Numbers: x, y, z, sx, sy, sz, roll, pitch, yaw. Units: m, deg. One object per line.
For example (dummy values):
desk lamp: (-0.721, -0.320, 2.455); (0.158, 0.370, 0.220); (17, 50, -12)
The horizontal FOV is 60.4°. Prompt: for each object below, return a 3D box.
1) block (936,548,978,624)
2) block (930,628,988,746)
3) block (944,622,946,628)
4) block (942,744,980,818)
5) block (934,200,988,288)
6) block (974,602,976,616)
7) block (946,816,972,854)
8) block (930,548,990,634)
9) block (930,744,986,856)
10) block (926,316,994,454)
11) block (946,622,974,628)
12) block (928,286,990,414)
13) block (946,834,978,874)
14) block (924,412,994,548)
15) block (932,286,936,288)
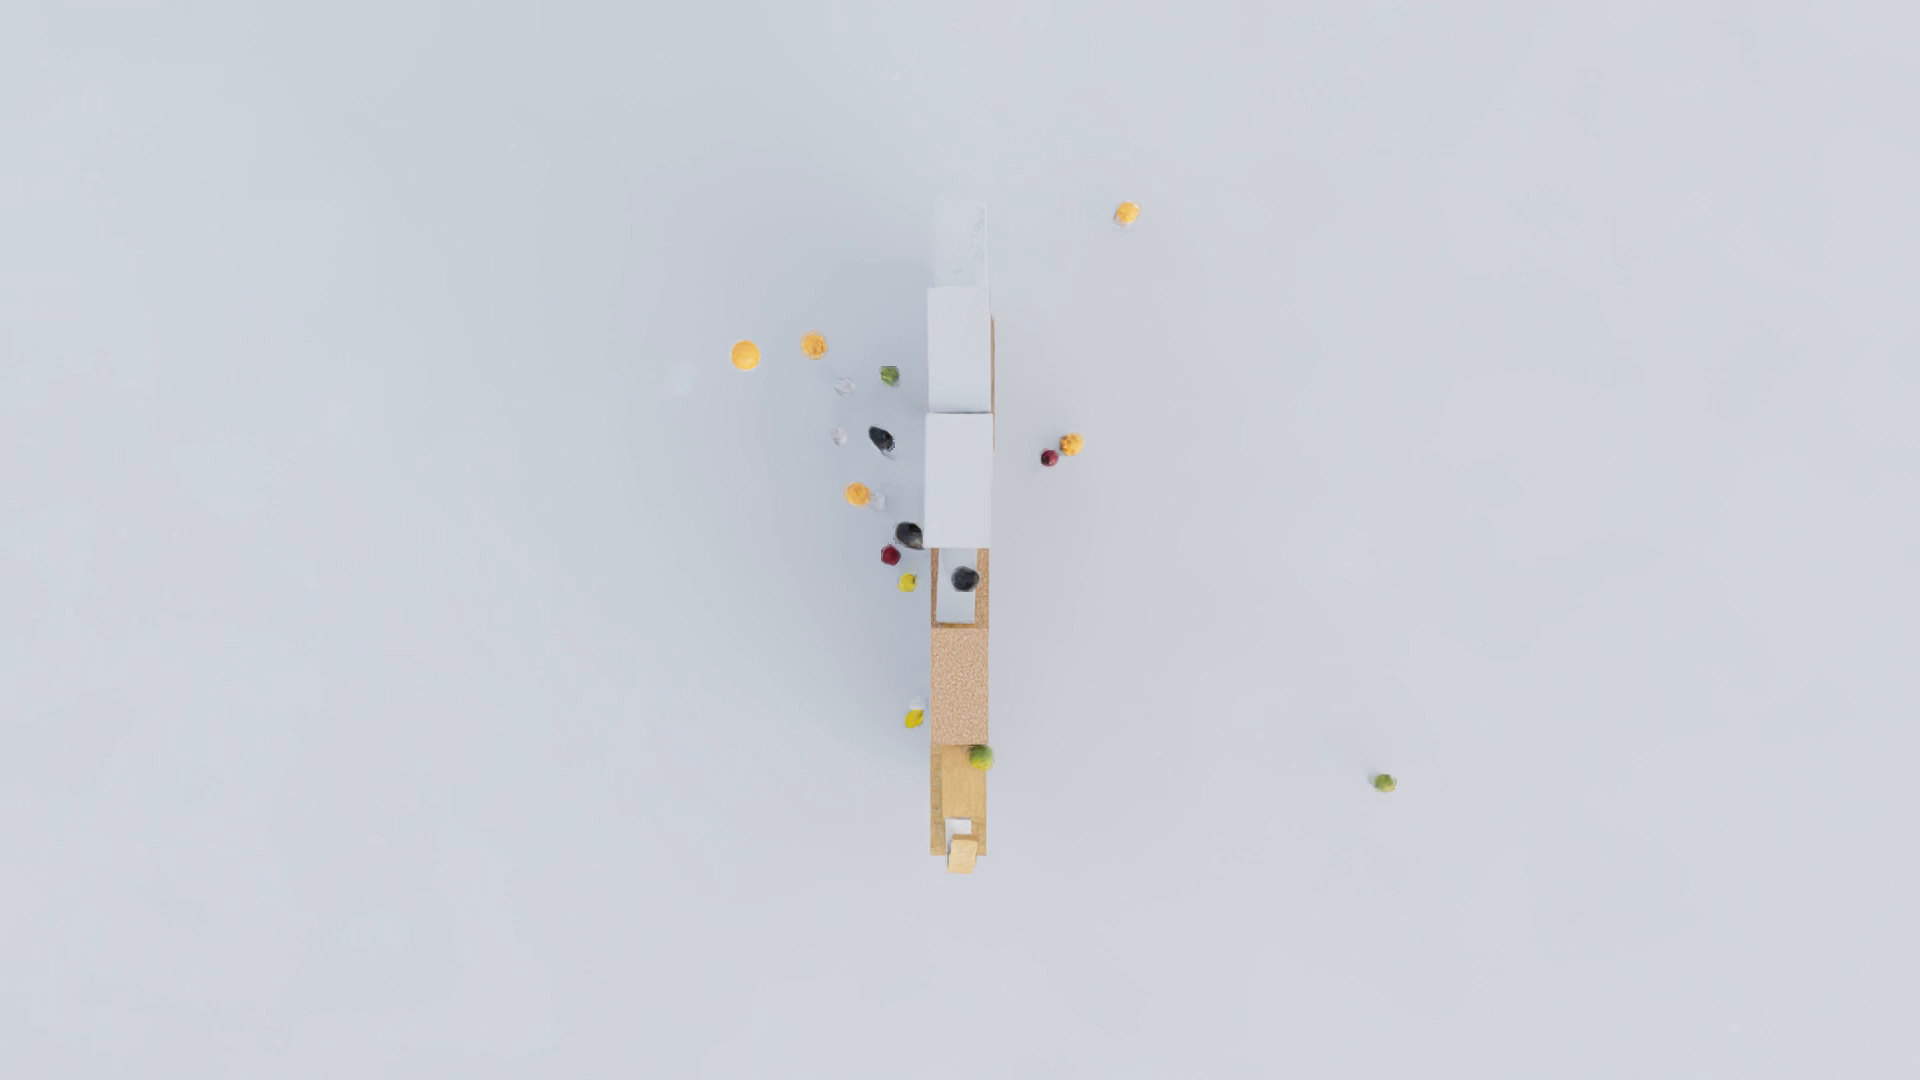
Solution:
block: (-0.008, 0.114, 4.202); (0.097, 0.027, 0.194); (3, 90, 0)
block: (-0.001, 0.356, 4.014); (0.141, 0.040, 0.282); (0, 90, 0)
block: (-0.004, 0.229, 4.657); (0.085, 0.024, 0.169); (1, 90, 0)
block: (0.004, 0.590, 4.089); (0.095, 0.027, 0.190); (0, 90, 0)
block: (0.003, -0.717, 4.110); (0.128, 0.036, 0.257); (-1, 90, 0)
block: (-0.005, 0.181, 4.339); (0.097, 0.246, 0.027); (1, 90, 0)
block: (-0.003, 0.756, 4.244); (0.066, 0.019, 0.132); (0, 130, 0)
block: (0.000, 0.102, 4.863); (0.171, 0.049, 0.343); (0, 90, 0)
block: (-0.004, 0.676, 4.314); (0.147, 0.042, 0.293); (0, 90, 0)
block: (0.002, -0.412, 4.398); (0.180, 0.051, 0.359); (0, 90, 0)
block: (0.000, 0.165, 4.473); (0.080, 0.023, 0.160); (0, 90, 0)
block: (-0.002, -0.431, 3.756); (0.141, 0.040, 0.283); (0, 90, 0)
block: (0.006, 0.813, 4.267); (0.066, 0.019, 0.132); (5, 130, -4)
block: (-0.003, -0.134, 3.734); (0.151, 0.043, 0.302); (1, 90, 0)
block: (0.004, -0.569, 4.806); (0.166, 0.047, 0.332); (0, 90, 0)
